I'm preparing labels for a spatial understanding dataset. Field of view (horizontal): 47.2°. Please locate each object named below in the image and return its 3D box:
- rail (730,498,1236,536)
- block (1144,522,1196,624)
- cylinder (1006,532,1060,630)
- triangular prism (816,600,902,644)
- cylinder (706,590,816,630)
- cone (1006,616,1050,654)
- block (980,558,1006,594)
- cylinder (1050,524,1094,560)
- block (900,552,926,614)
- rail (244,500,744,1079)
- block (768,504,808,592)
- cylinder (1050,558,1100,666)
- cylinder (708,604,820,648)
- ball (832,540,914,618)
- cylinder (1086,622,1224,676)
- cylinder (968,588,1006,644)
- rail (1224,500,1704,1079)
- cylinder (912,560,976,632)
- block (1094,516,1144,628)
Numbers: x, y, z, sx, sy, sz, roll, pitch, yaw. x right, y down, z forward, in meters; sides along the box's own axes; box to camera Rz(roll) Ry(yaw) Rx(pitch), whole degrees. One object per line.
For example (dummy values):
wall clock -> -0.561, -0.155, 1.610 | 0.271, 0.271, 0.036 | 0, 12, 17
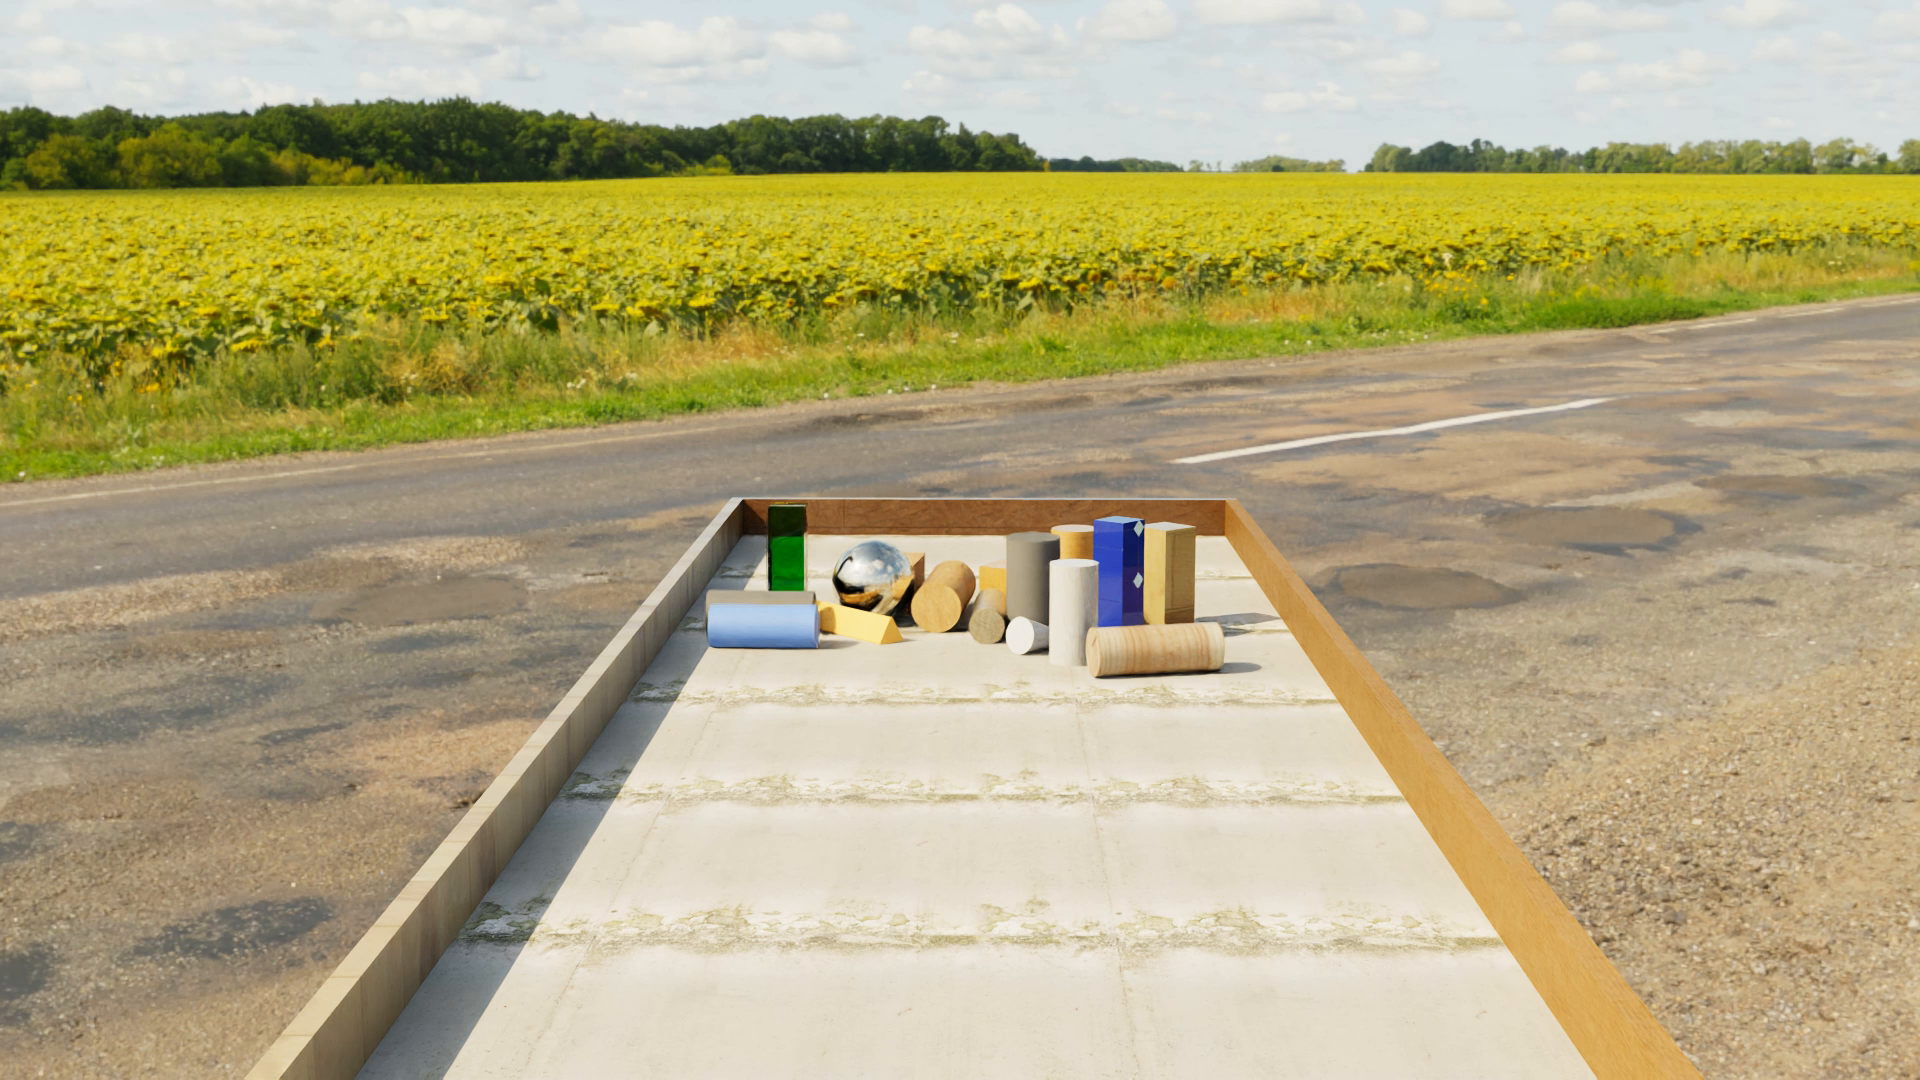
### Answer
rail -> 0.099, -0.098, 9.147 | 2.100, 0.150, 0.050 | 0, 9, 1
block -> 0.669, 0.120, 7.190 | 0.141, 0.333, 0.141 | -8, 12, -40
cylinder -> 0.233, 0.149, 7.006 | 0.172, 0.326, 0.172 | 0, 11, 0
triangular prism -> -0.344, 0.261, 7.091 | 0.094, 0.081, 0.388 | -8, 12, -40
cylinder -> -0.643, 0.232, 7.118 | 0.344, 0.133, 0.133 | 0, 9, 2
cone -> 0.292, 0.306, 6.891 | 0.117, 0.117, 0.311 | 9, 2, 44
block -> 0.242, 0.150, 7.504 | 0.175, 0.175, 0.437 | 5, 10, 27
cylinder -> 0.377, 0.121, 7.220 | 0.158, 0.322, 0.158 | 0, 9, 0
block -> -0.222, 0.148, 7.610 | 0.146, 0.146, 0.405 | 1, 9, 8
rail -> -1.004, 0.839, 3.234 | 0.050, 0.150, 12.000 | 0, 9, 1
block -> -0.566, 0.082, 7.224 | 0.116, 0.391, 0.116 | 0, 6, 2
cylinder -> 0.345, 0.219, 6.657 | 0.149, 0.304, 0.149 | 0, 9, 0
cylinder -> -0.613, 0.268, 6.881 | 0.332, 0.137, 0.137 | 1, 9, 3
ball -> -0.287, 0.137, 7.271 | 0.274, 0.274, 0.274 | 0, 9, 0
cylinder -> 0.577, 0.323, 6.505 | 0.383, 0.146, 0.146 | -2, 9, -13
cylinder -> 0.095, 0.244, 7.112 | 0.113, 0.113, 0.383 | 0, 9, 3
rail -> 1.046, 0.843, 3.208 | 0.050, 0.150, 12.000 | 0, 9, 1
cylinder -> -0.051, 0.184, 7.328 | 0.163, 0.163, 0.460 | 1, 9, 6
block -> 0.500, 0.130, 6.929 | 0.115, 0.394, 0.115 | 8, 12, 40
